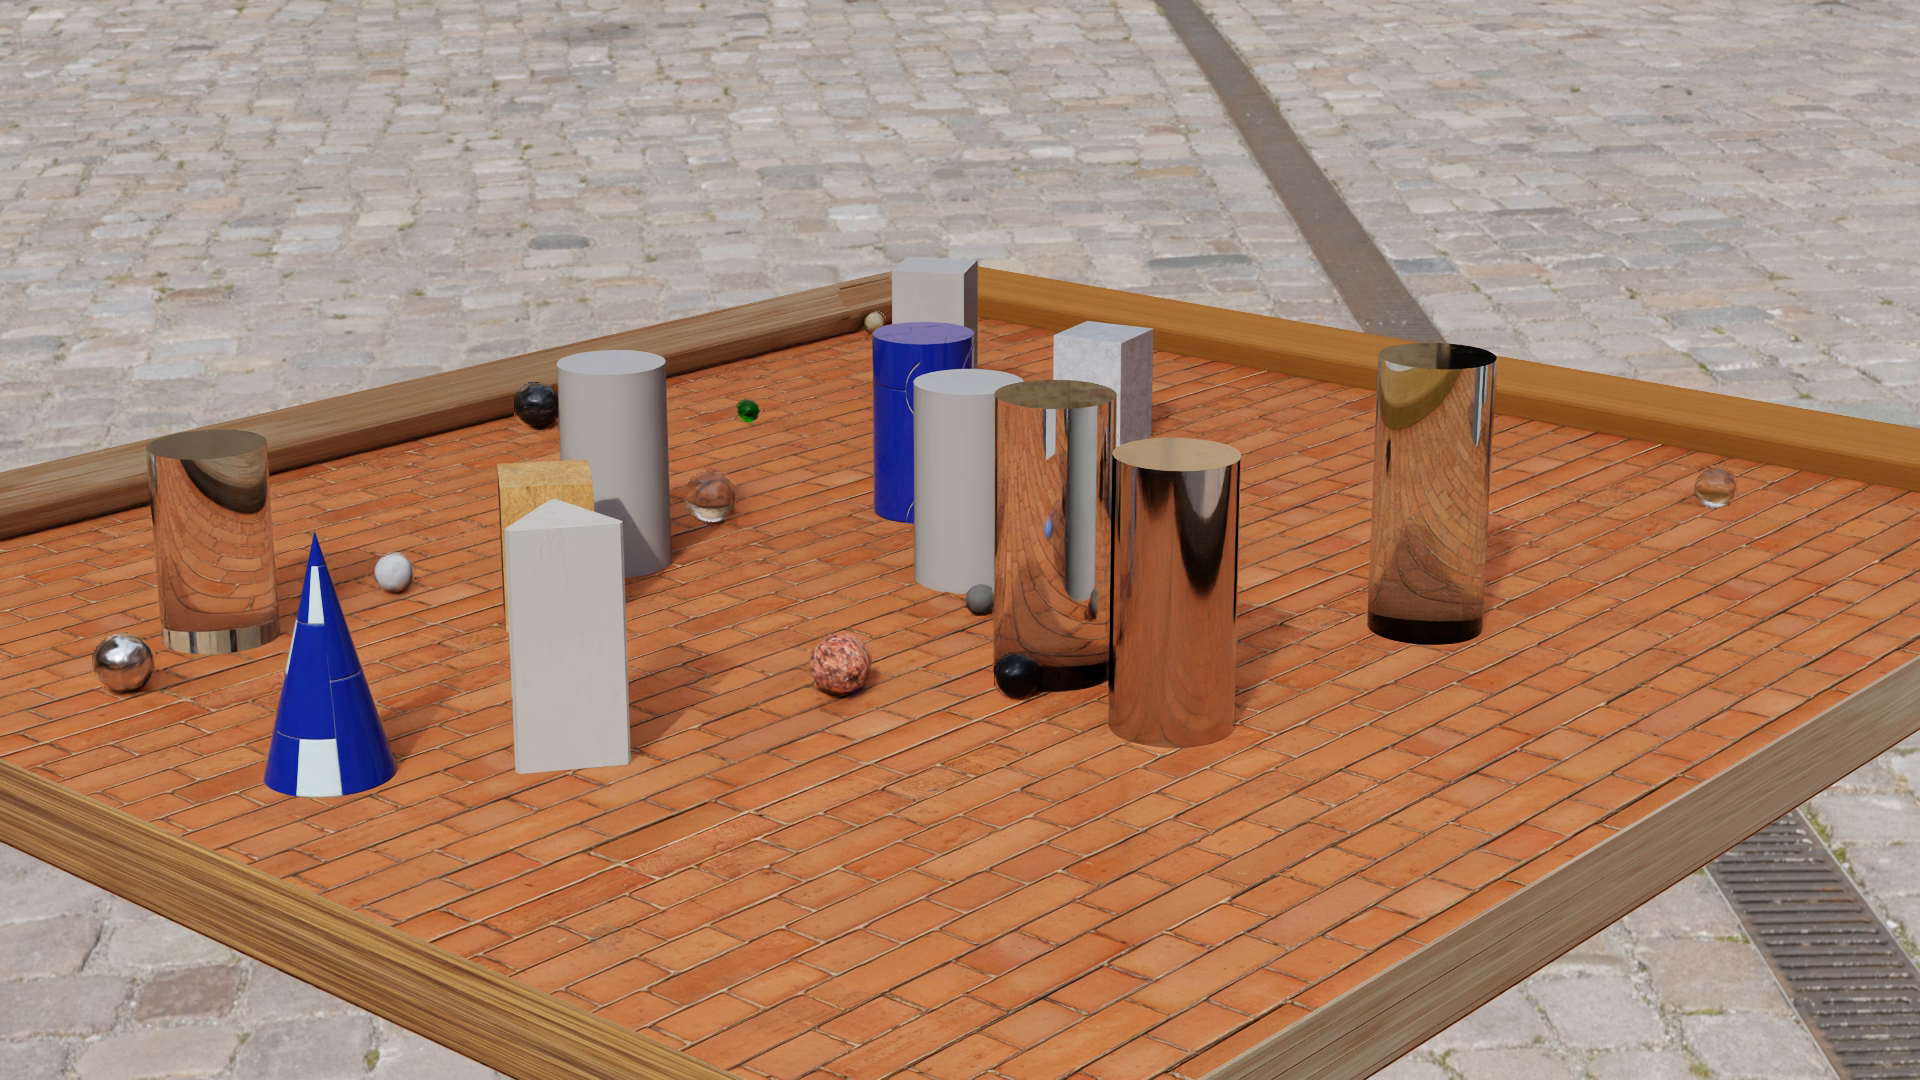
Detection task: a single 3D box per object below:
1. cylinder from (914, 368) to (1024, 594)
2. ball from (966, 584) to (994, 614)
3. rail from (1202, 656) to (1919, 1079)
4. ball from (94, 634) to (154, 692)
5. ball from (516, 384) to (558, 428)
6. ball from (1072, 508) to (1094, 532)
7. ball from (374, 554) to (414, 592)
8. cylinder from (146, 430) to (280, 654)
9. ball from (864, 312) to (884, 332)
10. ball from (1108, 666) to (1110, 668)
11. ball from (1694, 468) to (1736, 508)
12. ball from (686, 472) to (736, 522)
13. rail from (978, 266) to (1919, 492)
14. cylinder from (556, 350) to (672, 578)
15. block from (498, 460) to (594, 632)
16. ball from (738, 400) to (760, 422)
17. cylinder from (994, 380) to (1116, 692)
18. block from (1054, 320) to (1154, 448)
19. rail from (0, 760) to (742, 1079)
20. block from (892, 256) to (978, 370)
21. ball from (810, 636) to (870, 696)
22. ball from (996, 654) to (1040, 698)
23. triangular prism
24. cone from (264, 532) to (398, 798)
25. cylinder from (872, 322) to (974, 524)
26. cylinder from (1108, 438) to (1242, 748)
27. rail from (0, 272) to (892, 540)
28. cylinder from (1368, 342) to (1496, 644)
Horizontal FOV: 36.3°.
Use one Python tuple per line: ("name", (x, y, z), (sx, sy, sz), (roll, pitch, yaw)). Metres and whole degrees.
("cylinder", (0.015, -0.105, 5.173), (0.193, 0.358, 0.193), (0, 17, 0))
("ball", (0.035, 0.102, 5.018), (0.052, 0.052, 0.052), (0, 17, 0))
("rail", (1.158, 0.322, 4.158), (0.045, 0.125, 3.445), (14, 22, 39))
("ball", (-1.323, 0.195, 4.641), (0.091, 0.091, 0.091), (0, 17, 0))
("ball", (-0.895, -0.285, 6.227), (0.094, 0.094, 0.094), (0, 17, 0))
("ball", (0.231, -0.037, 5.494), (0.042, 0.042, 0.042), (0, 17, 0))
("ball", (-0.991, 0.058, 5.134), (0.068, 0.068, 0.068), (0, 17, 0))
("cylinder", (-1.238, 0.002, 4.865), (0.193, 0.332, 0.193), (0, 17, 0))
("ball", (-0.207, -0.526, 7.100), (0.050, 0.050, 0.050), (0, 17, 0))
("ball", (0.272, 0.209, 4.616), (0.078, 0.078, 0.078), (0, 17, 0))
("ball", (1.454, -0.101, 5.645), (0.077, 0.077, 0.077), (0, 17, 0))
("ball", (-0.470, -0.080, 5.548), (0.094, 0.094, 0.094), (0, 17, 0))
("rail", (1.114, -0.339, 6.348), (3.114, 0.125, 0.045), (14, 22, 39))
("cylinder", (-0.619, -0.138, 5.258), (0.193, 0.371, 0.193), (0, 17, 0))
("block", (-0.701, 0.009, 4.979), (0.154, 0.252, 0.154), (-3, 17, -10))
("ball", (-0.452, -0.276, 6.279), (0.046, 0.046, 0.046), (0, 17, 0))
("cylinder", (0.150, -0.008, 4.673), (0.193, 0.461, 0.193), (0, 17, 0))
("block", (0.298, -0.320, 6.105), (0.154, 0.232, 0.154), (9, 19, 27))
("rail", (-1.114, 0.402, 3.892), (3.114, 0.125, 0.045), (14, 22, 39))
("block", (-0.053, -0.424, 6.274), (0.154, 0.333, 0.154), (3, 17, 11))
("ball", (-0.189, 0.198, 4.623), (0.096, 0.096, 0.096), (0, 17, 0))
("ball", (0.091, 0.214, 4.615), (0.070, 0.070, 0.070), (0, 17, 0))
("triangular prism", (-0.587, 0.138, 4.341), (0.167, 0.373, 0.145), (-4, 17, -13))
("cone", (-0.925, 0.164, 4.255), (0.193, 0.372, 0.193), (0, 17, 0))
("cylinder", (-0.070, -0.225, 5.587), (0.193, 0.347, 0.193), (0, 17, 0))
("cylinder", (0.324, 0.078, 4.438), (0.193, 0.432, 0.193), (0, 17, 0))
("rail", (-1.158, -0.259, 6.083), (0.045, 0.125, 3.445), (14, 22, 39))
("cylinder", (0.786, -0.078, 4.891), (0.193, 0.469, 0.193), (0, 17, 0))
